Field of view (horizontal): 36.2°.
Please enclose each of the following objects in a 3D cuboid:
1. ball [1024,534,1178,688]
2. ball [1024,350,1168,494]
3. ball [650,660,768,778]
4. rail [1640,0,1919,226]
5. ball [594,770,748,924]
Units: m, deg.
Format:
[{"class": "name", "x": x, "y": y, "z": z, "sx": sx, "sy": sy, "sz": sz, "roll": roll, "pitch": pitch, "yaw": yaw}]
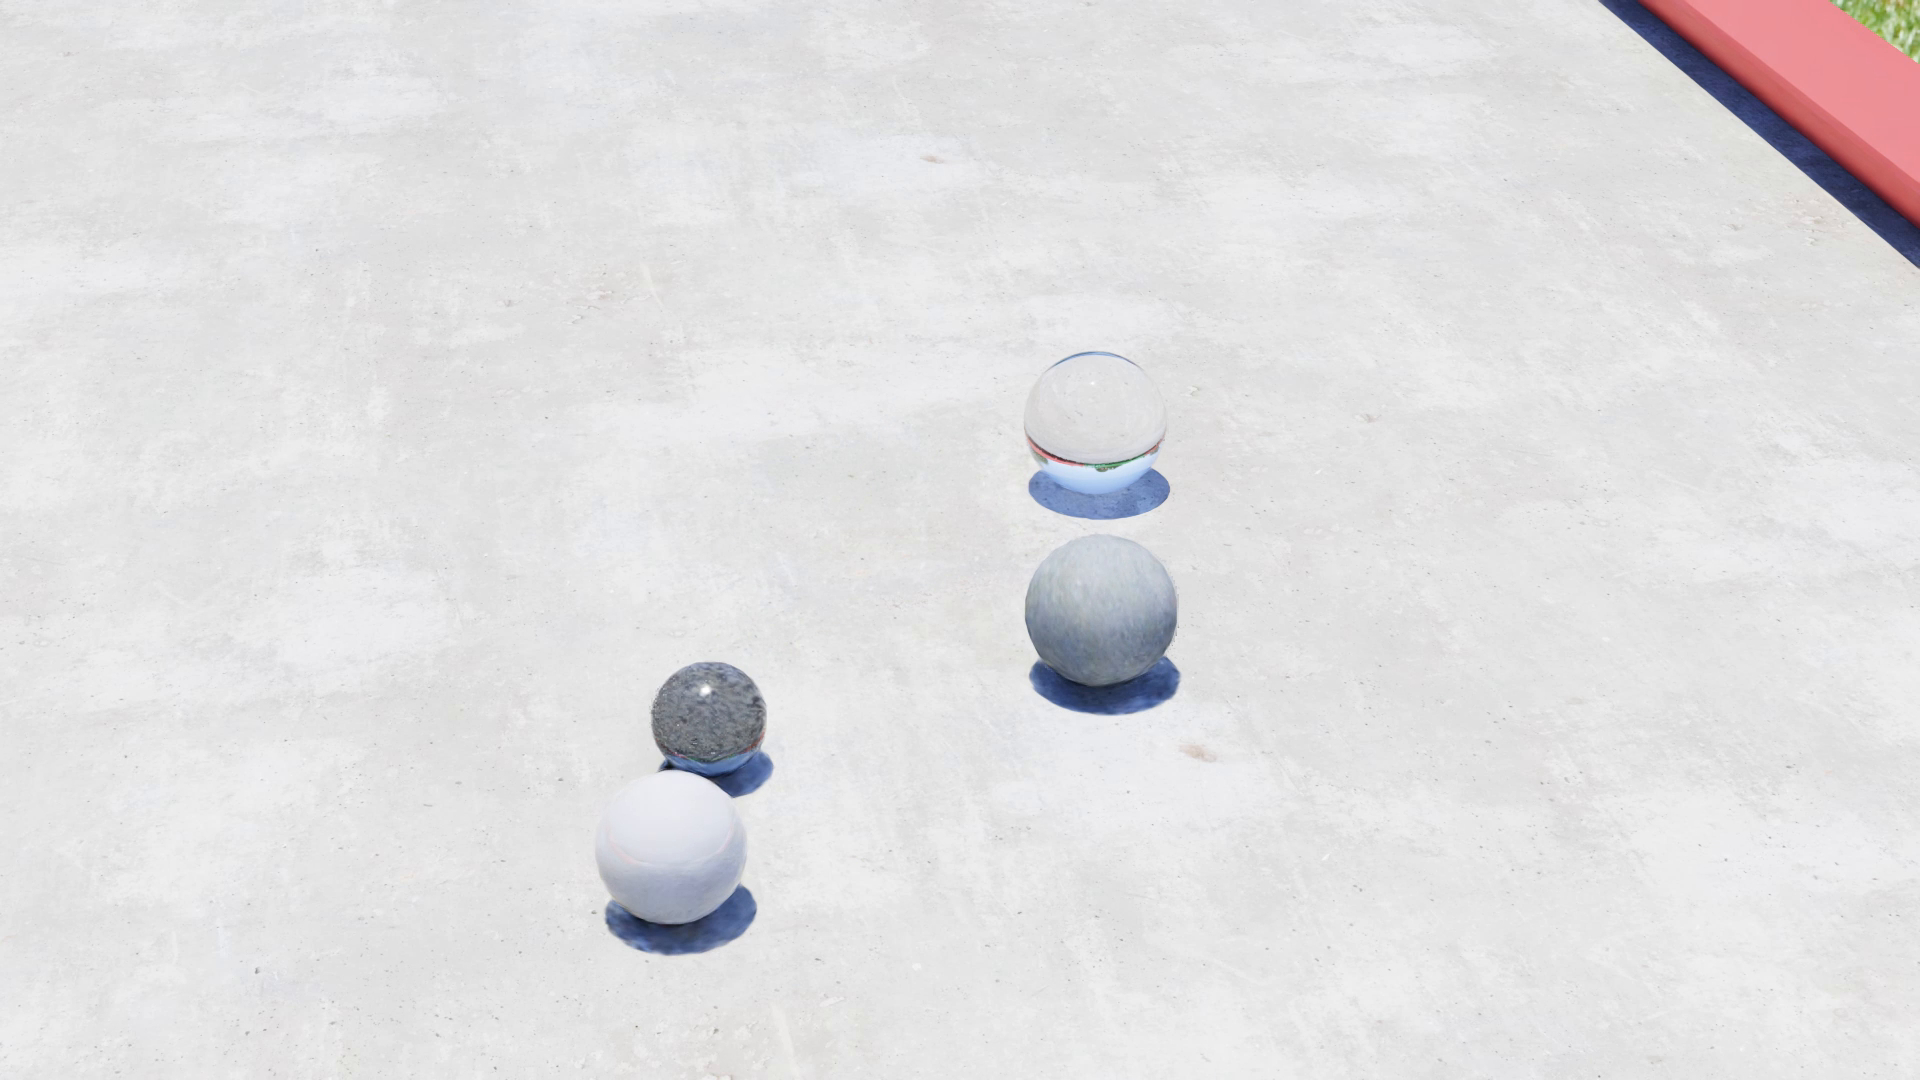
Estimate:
[{"class": "ball", "x": 0.084, "y": 0.042, "z": 1.746, "sx": 0.091, "sy": 0.091, "sz": 0.091, "roll": 0, "pitch": 27, "yaw": 0}, {"class": "ball", "x": 0.091, "y": -0.079, "z": 1.972, "sx": 0.097, "sy": 0.097, "sz": 0.097, "roll": 0, "pitch": 27, "yaw": 0}, {"class": "ball", "x": -0.141, "y": 0.101, "z": 1.658, "sx": 0.066, "sy": 0.066, "sz": 0.066, "roll": 0, "pitch": 27, "yaw": 0}, {"class": "rail", "x": 0.716, "y": -0.455, "z": 2.665, "sx": 0.045, "sy": 0.125, "sz": 3.281, "roll": -4, "pitch": 28, "yaw": -8}, {"class": "ball", "x": -0.150, "y": 0.160, "z": 1.530, "sx": 0.080, "sy": 0.080, "sz": 0.080, "roll": 0, "pitch": 27, "yaw": 0}]
